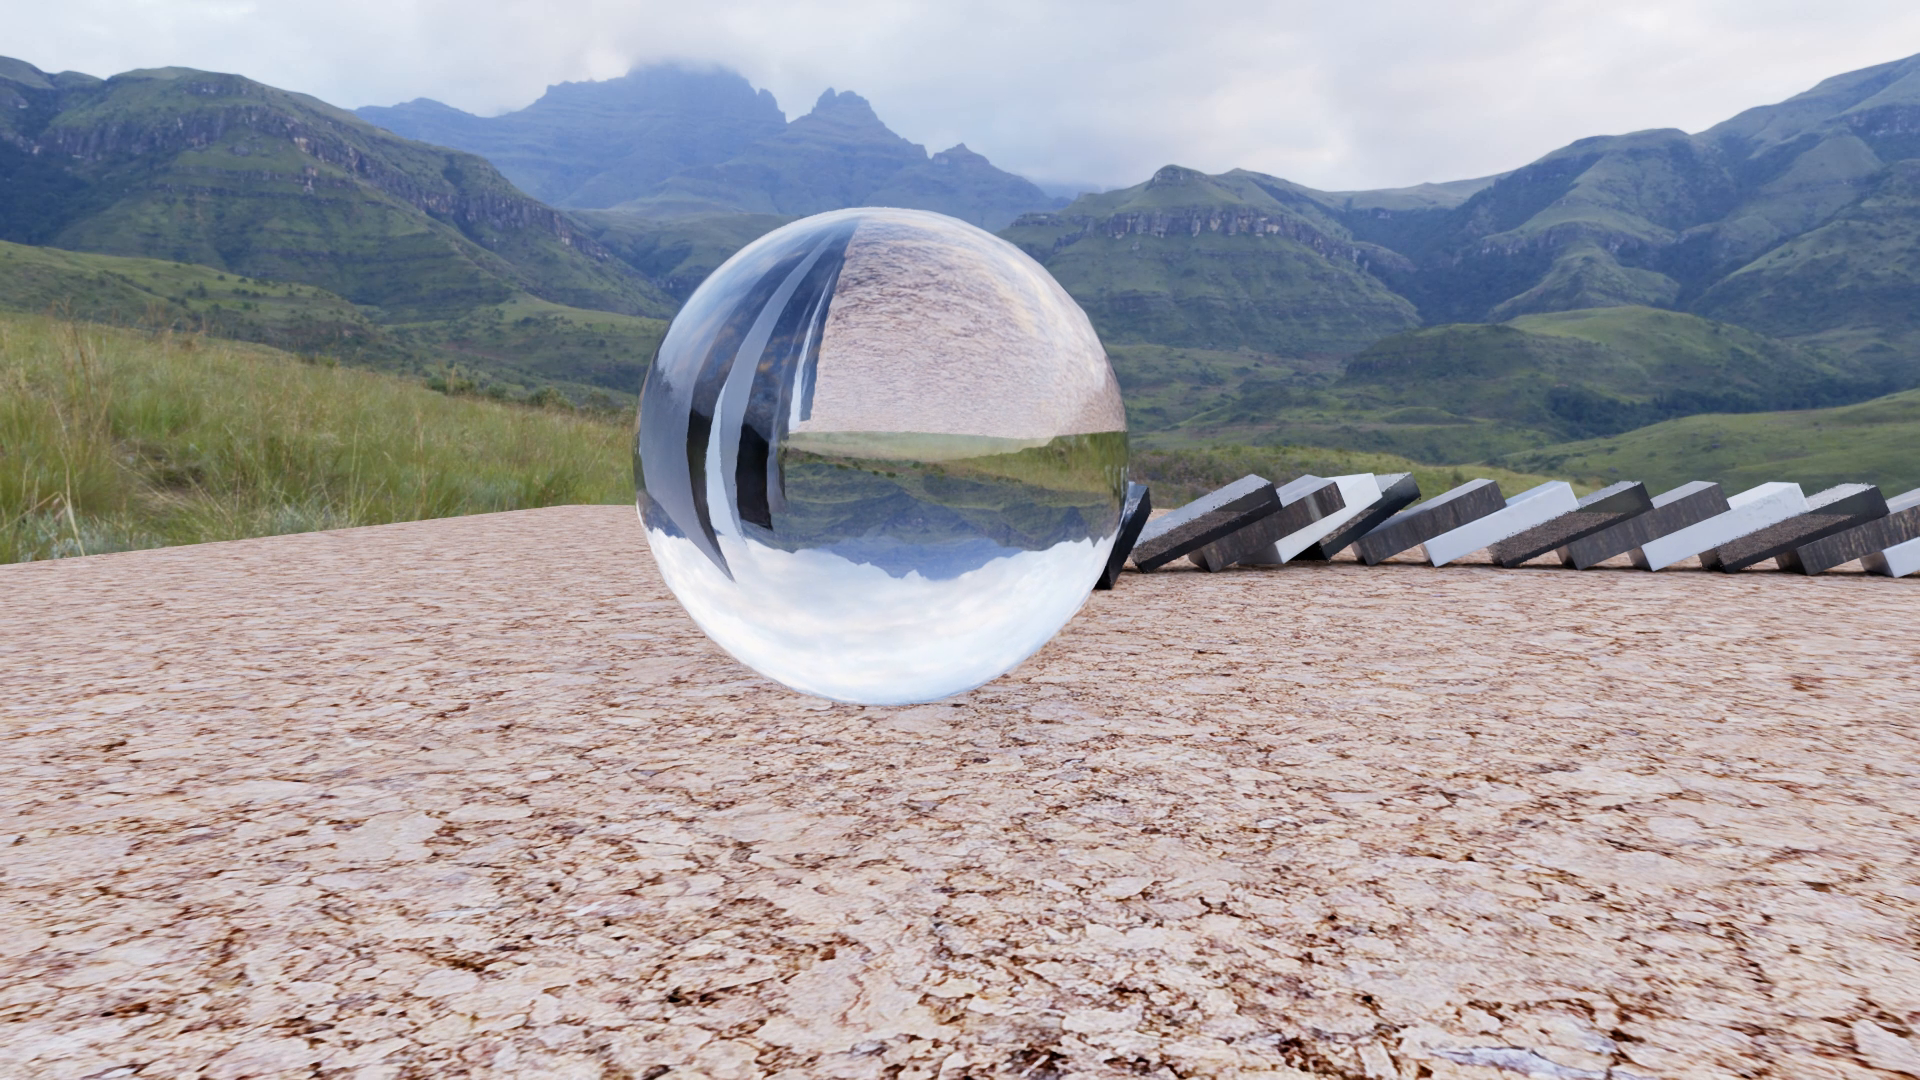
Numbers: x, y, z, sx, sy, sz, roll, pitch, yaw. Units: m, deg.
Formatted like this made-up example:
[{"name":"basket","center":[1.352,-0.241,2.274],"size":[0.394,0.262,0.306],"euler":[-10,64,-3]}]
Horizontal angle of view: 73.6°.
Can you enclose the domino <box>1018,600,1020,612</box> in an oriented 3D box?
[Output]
[{"name":"domino","center":[0.000,0.000,0.277],"size":[0.025,0.050,0.010],"euler":[0,-39,3]}]

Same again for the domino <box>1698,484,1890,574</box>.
[{"name":"domino","center":[0.274,-0.004,0.425],"size":[0.050,0.010,0.025],"euler":[-24,-2,15]}]

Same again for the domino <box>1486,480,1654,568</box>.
[{"name":"domino","center":[0.209,-0.005,0.442],"size":[0.050,0.010,0.025],"euler":[-25,-2,14]}]

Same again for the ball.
[{"name":"ball","center":[-0.012,-0.013,0.209],"size":[0.080,0.080,0.080],"euler":[0,4,0]}]

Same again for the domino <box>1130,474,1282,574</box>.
[{"name":"domino","center":[0.081,-0.006,0.431],"size":[0.050,0.010,0.025],"euler":[-25,10,2]}]

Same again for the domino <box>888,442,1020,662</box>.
[{"name":"domino","center":[0.000,0.001,0.264],"size":[0.025,0.050,0.009],"euler":[0,-39,3]}]

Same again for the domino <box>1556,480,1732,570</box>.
[{"name":"domino","center":[0.231,-0.005,0.437],"size":[0.050,0.010,0.025],"euler":[-25,-2,14]}]

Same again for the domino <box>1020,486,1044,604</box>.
[{"name":"domino","center":[0.008,0.000,0.361],"size":[0.025,0.010,0.050],"euler":[1,30,10]}]

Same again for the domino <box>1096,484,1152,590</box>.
[{"name":"domino","center":[0.041,-0.002,0.398],"size":[0.025,0.010,0.050],"euler":[2,29,23]}]

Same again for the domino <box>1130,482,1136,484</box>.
[{"name":"domino","center":[0.042,-0.004,0.424],"size":[0.025,0.009,0.050],"euler":[3,30,15]}]

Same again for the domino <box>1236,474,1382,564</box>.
[{"name":"domino","center":[0.121,-0.007,0.450],"size":[0.050,0.009,0.025],"euler":[-30,11,-24]}]

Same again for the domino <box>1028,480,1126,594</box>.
[{"name":"domino","center":[0.030,-0.002,0.380],"size":[0.025,0.010,0.050],"euler":[2,31,23]}]

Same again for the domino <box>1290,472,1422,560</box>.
[{"name":"domino","center":[0.139,-0.008,0.464],"size":[0.050,0.009,0.025],"euler":[-30,11,-23]}]

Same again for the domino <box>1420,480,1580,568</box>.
[{"name":"domino","center":[0.187,-0.006,0.448],"size":[0.050,0.010,0.025],"euler":[-25,-2,14]}]

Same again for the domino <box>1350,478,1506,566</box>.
[{"name":"domino","center":[0.164,-0.006,0.454],"size":[0.050,0.009,0.025],"euler":[-25,0,10]}]

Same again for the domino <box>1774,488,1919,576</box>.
[{"name":"domino","center":[0.297,-0.003,0.419],"size":[0.050,0.010,0.025],"euler":[-23,-2,15]}]

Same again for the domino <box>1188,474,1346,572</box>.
[{"name":"domino","center":[0.102,-0.006,0.435],"size":[0.050,0.009,0.025],"euler":[-26,10,-2]}]

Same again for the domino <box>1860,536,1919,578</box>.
[{"name":"domino","center":[0.319,-0.003,0.411],"size":[0.050,0.009,0.025],"euler":[-24,-2,17]}]

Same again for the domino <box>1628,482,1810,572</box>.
[{"name":"domino","center":[0.253,-0.005,0.431],"size":[0.050,0.009,0.025],"euler":[-25,-3,14]}]
